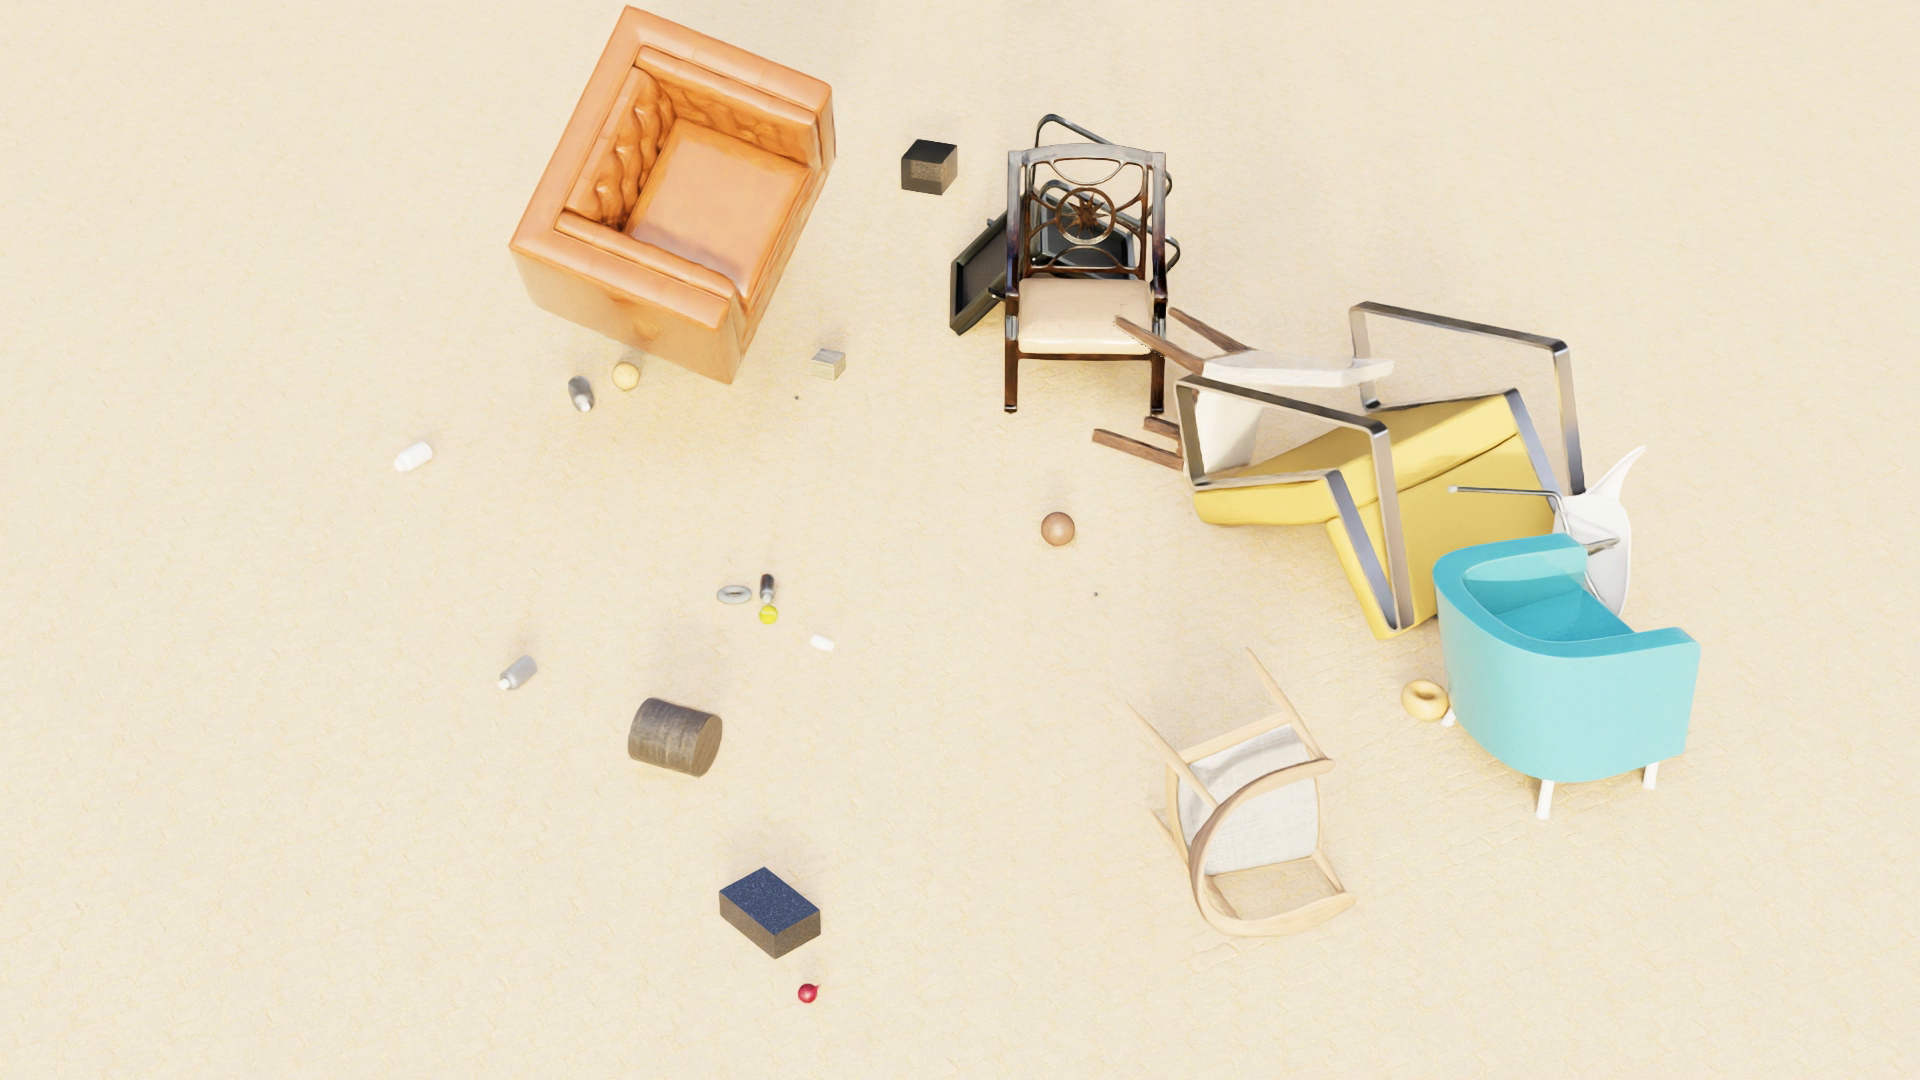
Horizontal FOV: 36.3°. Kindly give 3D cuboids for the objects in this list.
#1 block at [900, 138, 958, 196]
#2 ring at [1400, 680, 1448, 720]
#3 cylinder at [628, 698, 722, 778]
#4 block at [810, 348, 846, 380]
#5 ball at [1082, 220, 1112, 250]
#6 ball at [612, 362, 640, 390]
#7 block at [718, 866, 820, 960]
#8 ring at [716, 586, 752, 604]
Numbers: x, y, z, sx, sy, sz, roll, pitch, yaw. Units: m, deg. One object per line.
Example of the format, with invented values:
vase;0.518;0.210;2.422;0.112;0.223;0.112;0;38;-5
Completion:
block;-0.140;-1.703;13.385;0.195;0.157;0.215;11;35;16
ring;1.592;0.548;10.045;0.161;0.076;0.186;-8;33;-15
cylinder;-0.949;0.658;9.766;0.244;0.192;0.219;13;64;19
block;-0.537;-0.717;11.962;0.104;0.076;0.106;14;36;20
ball;0.601;-1.336;12.852;0.132;0.132;0.132;0;33;0
ball;-1.350;-0.663;11.847;0.113;0.113;0.113;0;33;0
block;-0.590;1.156;9.098;0.181;0.100;0.278;-26;41;-33
ring;-0.818;0.198;10.618;0.130;0.029;0.102;-1;34;-1
